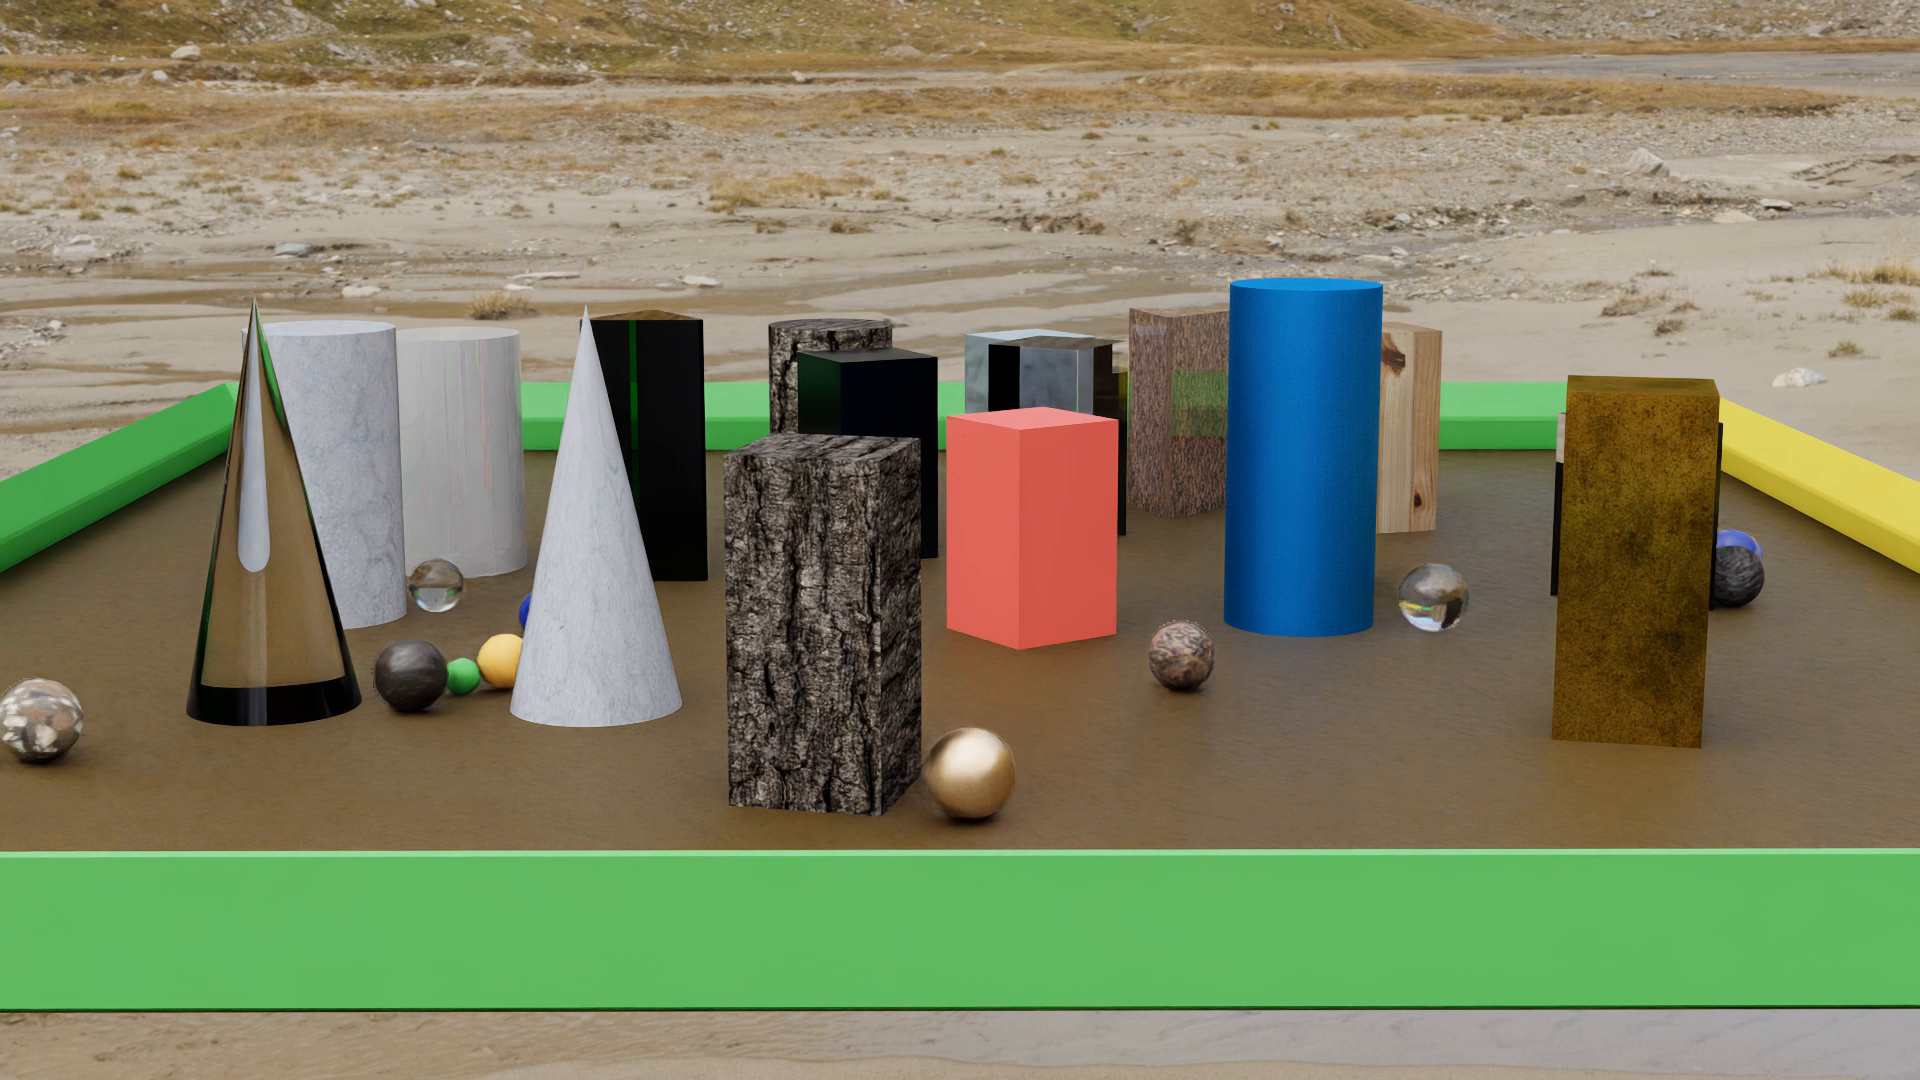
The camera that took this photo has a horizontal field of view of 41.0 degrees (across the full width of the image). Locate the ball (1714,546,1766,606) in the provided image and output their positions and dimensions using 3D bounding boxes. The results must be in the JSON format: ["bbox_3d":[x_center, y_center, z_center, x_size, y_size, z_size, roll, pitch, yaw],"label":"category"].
[{"bbox_3d":[1.051,0.049,3.489,0.084,0.084,0.084,0,10,0],"label":"ball"}]

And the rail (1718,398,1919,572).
[{"bbox_3d":[1.371,0.031,3.457,0.045,0.128,2.971,0,10,0],"label":"rail"}]

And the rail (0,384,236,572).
[{"bbox_3d":[-1.371,0.034,3.441,0.045,0.128,2.971,0,10,0],"label":"rail"}]

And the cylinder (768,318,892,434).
[{"bbox_3d":[-0.206,-0.185,4.103,0.197,0.320,0.197,0,10,0],"label":"cylinder"}]

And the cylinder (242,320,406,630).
[{"bbox_3d":[-0.842,-0.090,3.407,0.197,0.386,0.197,0,10,0],"label":"cylinder"}]

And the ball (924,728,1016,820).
[{"bbox_3d":[0.009,0.228,2.505,0.090,0.090,0.090,0,10,0],"label":"ball"}]

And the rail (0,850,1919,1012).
[{"bbox_3d":[0.008,0.299,2.012,2.790,0.128,0.045,0,10,0],"label":"rail"}]

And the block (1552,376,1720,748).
[{"bbox_3d":[0.742,0.020,2.827,0.157,0.382,0.157,3,11,13],"label":"block"}]

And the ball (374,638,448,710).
[{"bbox_3d":[-0.626,0.153,2.927,0.083,0.083,0.083,0,10,0],"label":"ball"}]

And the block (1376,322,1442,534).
[{"bbox_3d":[0.655,-0.181,4.089,0.157,0.316,0.157,-3,11,-18],"label":"block"}]

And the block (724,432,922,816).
[{"bbox_3d":[-0.135,0.081,2.580,0.157,0.353,0.157,3,11,13],"label":"block"}]

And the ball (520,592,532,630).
[{"bbox_3d":[-0.523,0.095,3.264,0.074,0.074,0.074,0,10,0],"label":"ball"}]

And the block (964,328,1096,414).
[{"bbox_3d":[0.118,-0.210,4.355,0.157,0.276,0.157,-8,13,-36],"label":"block"}]

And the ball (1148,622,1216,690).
[{"bbox_3d":[0.261,0.137,3.024,0.080,0.080,0.080,0,10,0],"label":"ball"}]

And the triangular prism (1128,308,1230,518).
[{"bbox_3d":[0.339,-0.216,4.248,0.148,0.328,0.170,9,14,41],"label":"triangular prism"}]

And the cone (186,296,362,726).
[{"bbox_3d":[-0.790,-0.044,2.915,0.197,0.475,0.197,0,10,0],"label":"cone"}]

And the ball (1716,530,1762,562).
[{"bbox_3d":[1.090,0.026,3.623,0.081,0.081,0.081,0,10,0],"label":"ball"}]

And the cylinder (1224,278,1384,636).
[{"bbox_3d":[0.449,-0.112,3.364,0.197,0.446,0.197,0,10,0],"label":"cylinder"}]

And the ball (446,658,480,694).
[{"bbox_3d":[-0.583,0.160,3.004,0.043,0.043,0.043,0,10,0],"label":"ball"}]

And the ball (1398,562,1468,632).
[{"bbox_3d":[0.616,0.074,3.336,0.090,0.090,0.090,0,10,0],"label":"ball"}]

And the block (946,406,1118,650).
[{"bbox_3d":[0.092,-0.019,3.317,0.157,0.280,0.157,-7,13,-35],"label":"block"}]

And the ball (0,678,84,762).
[{"bbox_3d":[-0.974,0.191,2.715,0.087,0.087,0.087,0,10,0],"label":"ball"}]

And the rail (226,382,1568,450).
[{"bbox_3d":[-0.008,-0.233,4.886,2.790,0.128,0.045,0,10,0],"label":"rail"}]

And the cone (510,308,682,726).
[{"bbox_3d":[-0.419,-0.037,2.914,0.197,0.462,0.197,0,10,0],"label":"cone"}]

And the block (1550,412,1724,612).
[{"bbox_3d":[0.919,-0.039,3.491,0.157,0.256,0.157,-3,11,-17],"label":"block"}]

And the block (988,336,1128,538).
[{"bbox_3d":[0.152,-0.153,3.967,0.157,0.306,0.157,7,12,31],"label":"block"}]

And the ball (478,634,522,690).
[{"bbox_3d":[-0.536,0.143,3.027,0.066,0.066,0.066,0,10,0],"label":"ball"}]

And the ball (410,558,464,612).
[{"bbox_3d":[-0.705,0.061,3.455,0.072,0.072,0.072,0,10,0],"label":"ball"}]

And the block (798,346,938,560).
[{"bbox_3d":[-0.139,-0.128,3.847,0.157,0.301,0.157,-5,12,-27],"label":"block"}]

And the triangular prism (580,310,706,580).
[{"bbox_3d":[-0.448,-0.139,3.707,0.170,0.374,0.148,0,10,0],"label":"triangular prism"}]

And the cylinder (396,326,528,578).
[{"bbox_3d":[-0.737,-0.131,3.750,0.197,0.343,0.197,0,10,0],"label":"cylinder"}]
